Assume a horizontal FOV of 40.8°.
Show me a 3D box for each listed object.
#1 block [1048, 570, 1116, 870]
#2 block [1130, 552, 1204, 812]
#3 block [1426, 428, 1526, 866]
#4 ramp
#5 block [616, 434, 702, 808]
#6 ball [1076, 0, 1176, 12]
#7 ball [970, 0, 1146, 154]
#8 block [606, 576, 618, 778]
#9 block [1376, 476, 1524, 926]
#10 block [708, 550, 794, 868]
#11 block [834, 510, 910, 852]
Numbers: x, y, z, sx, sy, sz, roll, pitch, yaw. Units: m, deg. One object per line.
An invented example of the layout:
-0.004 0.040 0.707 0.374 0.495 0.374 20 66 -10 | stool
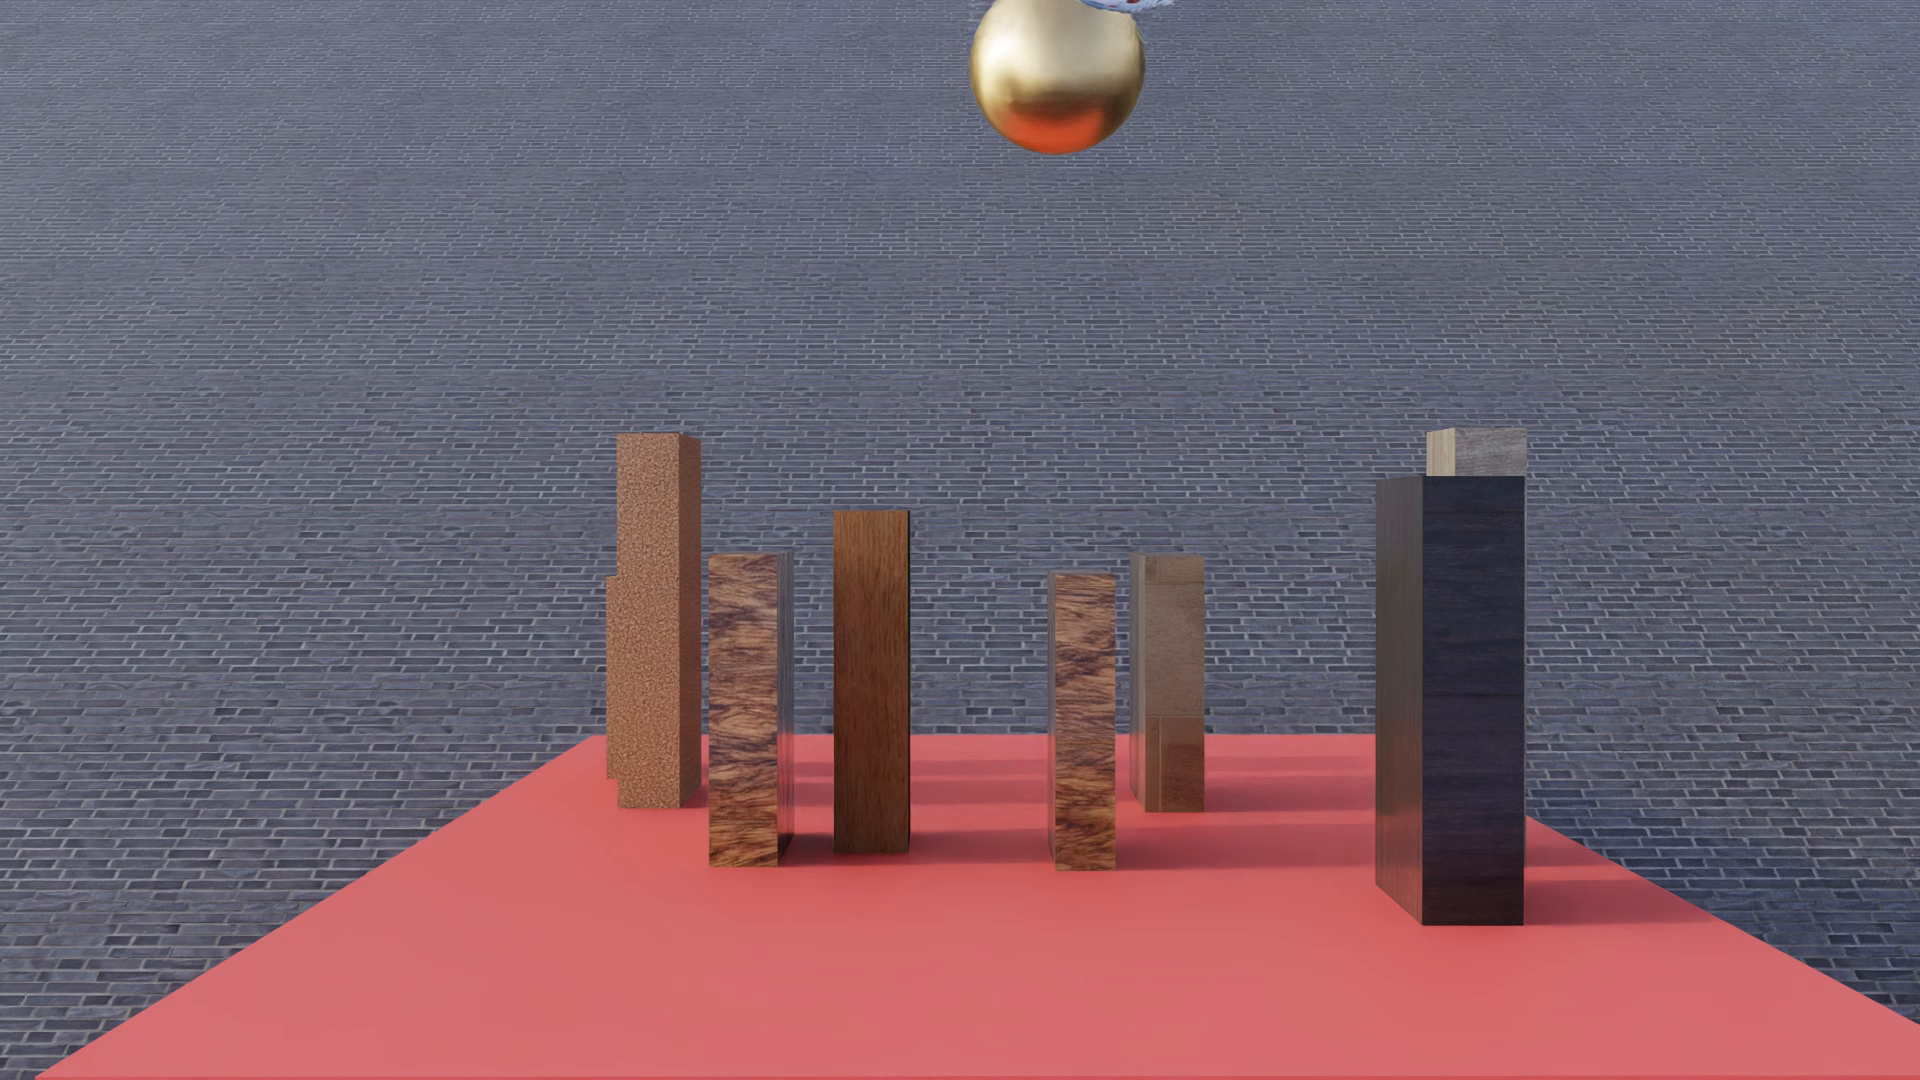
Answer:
0.199 0.288 4.283 0.095 0.471 0.364 0 1 0 | block
0.407 0.271 5.119 0.112 0.486 0.445 0 1 0 | block
0.851 0.171 4.268 0.115 0.705 0.251 0 1 0 | block
0.063 0.570 4.611 2.000 0.100 4.000 0 1 0 | ramp
-0.599 0.154 5.177 0.119 0.721 0.427 0 1 0 | block
0.141 -0.542 2.170 0.193 0.193 0.193 0 28 0 | ball
0.100 -0.490 2.666 0.182 0.182 0.182 0 28 0 | ball
-0.703 0.293 5.674 0.104 0.431 0.312 0 1 0 | block
0.706 0.219 3.754 0.140 0.619 0.399 0 1 0 | block
-0.348 0.272 4.363 0.110 0.502 0.430 0 1 0 | block
-0.149 0.236 4.446 0.124 0.573 0.254 0 1 0 | block
